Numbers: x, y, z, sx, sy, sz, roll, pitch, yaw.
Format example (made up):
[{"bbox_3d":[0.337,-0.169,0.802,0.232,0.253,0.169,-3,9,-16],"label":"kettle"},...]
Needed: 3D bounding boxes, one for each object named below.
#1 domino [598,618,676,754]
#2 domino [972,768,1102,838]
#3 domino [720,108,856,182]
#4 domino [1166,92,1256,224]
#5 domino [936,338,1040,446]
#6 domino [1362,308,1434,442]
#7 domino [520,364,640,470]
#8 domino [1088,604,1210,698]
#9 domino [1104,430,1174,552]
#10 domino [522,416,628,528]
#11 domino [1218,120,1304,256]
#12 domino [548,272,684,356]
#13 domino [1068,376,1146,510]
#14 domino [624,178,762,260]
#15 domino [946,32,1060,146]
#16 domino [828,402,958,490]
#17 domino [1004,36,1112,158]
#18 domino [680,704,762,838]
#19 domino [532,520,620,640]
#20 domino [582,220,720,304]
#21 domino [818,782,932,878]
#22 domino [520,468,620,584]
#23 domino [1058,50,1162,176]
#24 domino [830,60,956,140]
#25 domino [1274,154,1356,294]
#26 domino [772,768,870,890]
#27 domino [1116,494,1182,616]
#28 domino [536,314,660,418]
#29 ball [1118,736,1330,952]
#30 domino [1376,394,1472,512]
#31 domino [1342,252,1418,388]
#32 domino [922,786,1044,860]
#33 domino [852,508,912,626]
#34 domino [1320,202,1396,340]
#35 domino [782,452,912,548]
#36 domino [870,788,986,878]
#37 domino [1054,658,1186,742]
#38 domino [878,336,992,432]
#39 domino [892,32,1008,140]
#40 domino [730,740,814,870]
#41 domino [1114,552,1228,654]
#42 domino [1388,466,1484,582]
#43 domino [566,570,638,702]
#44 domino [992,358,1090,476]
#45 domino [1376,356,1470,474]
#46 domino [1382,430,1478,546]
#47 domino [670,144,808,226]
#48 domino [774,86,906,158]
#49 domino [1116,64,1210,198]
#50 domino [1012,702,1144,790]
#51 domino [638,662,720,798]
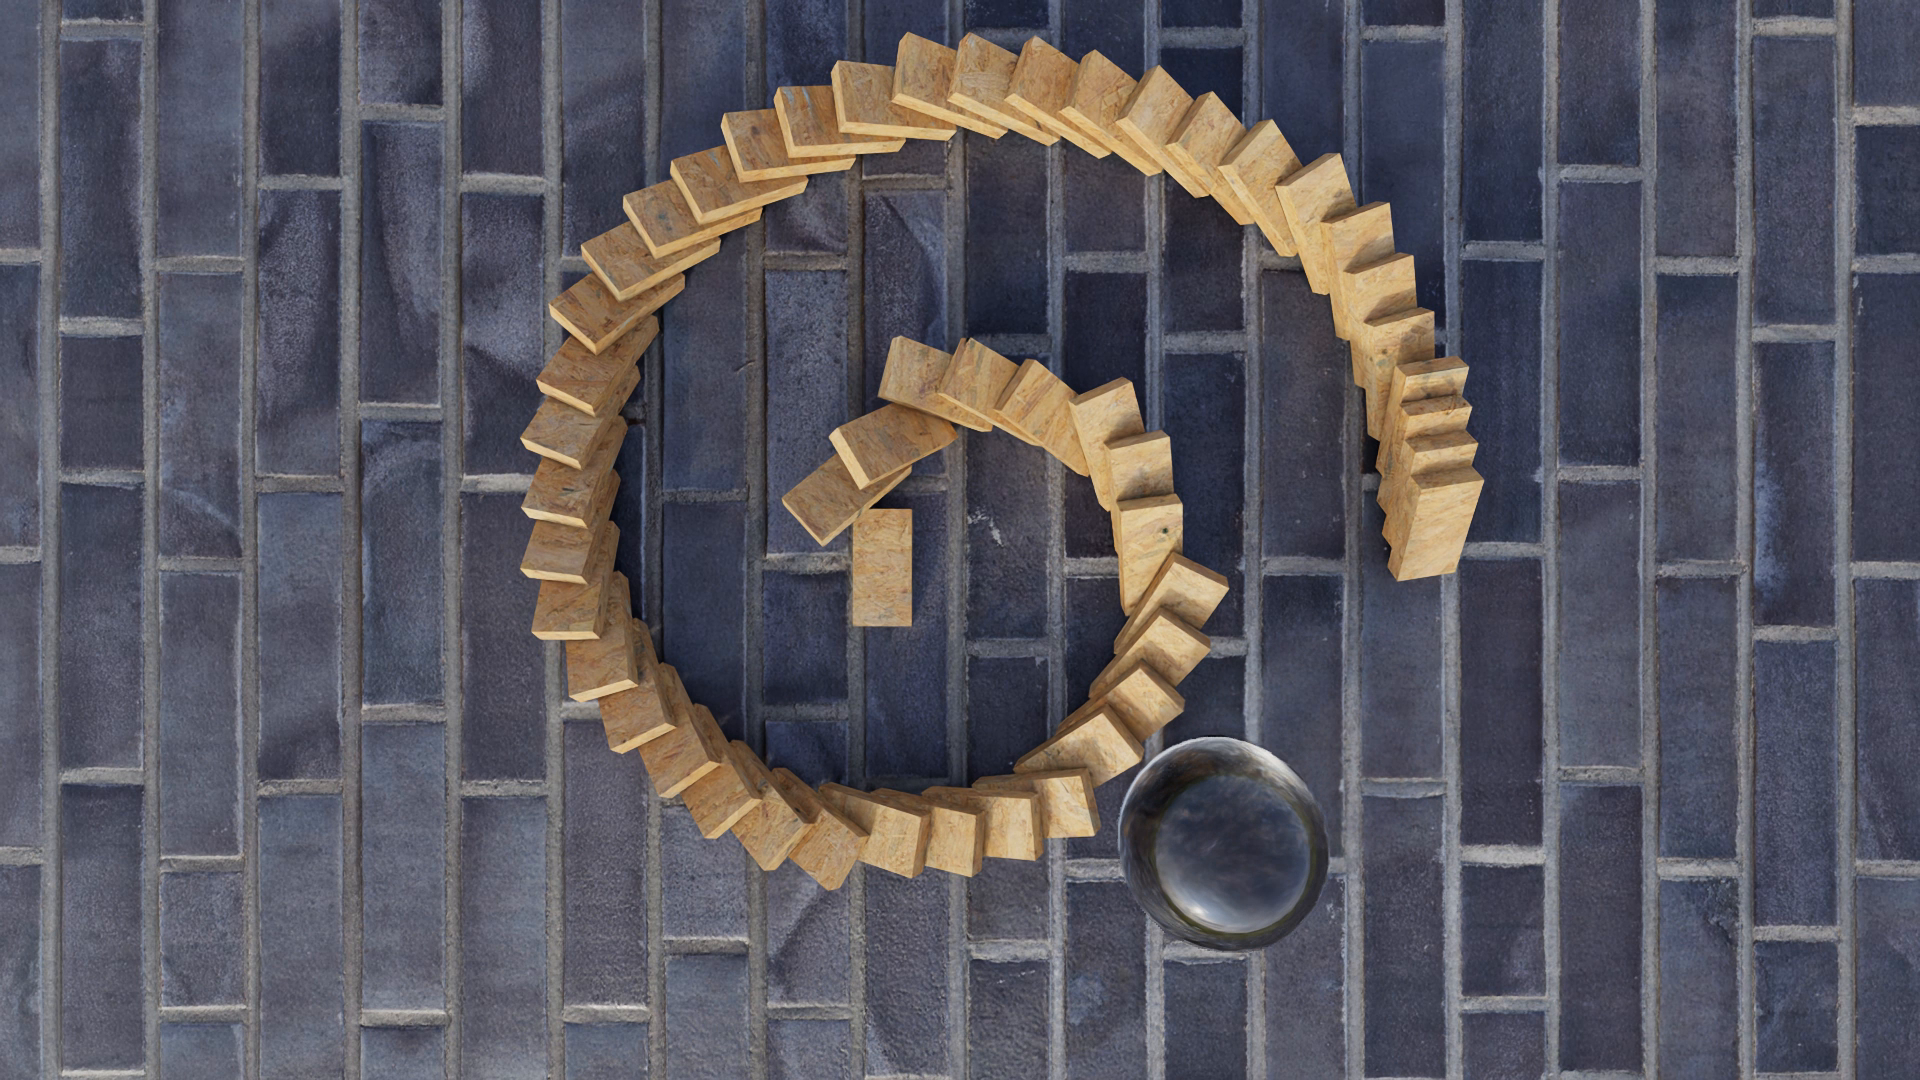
[{"bbox_3d":[-0.139,0.061,0.385,0.025,0.009,0.050,-26,65,0],"label":"domino"},{"bbox_3d":[0.032,0.111,0.384,0.050,0.009,0.025,-13,92,27],"label":"domino"},{"bbox_3d":[-0.072,-0.167,0.385,0.050,0.009,0.025,-18,90,-25],"label":"domino"},{"bbox_3d":[0.112,-0.160,0.385,0.050,0.010,0.025,34,90,-25],"label":"domino"},{"bbox_3d":[0.018,-0.062,0.385,0.050,0.010,0.025,25,89,-25],"label":"domino"},{"bbox_3d":[0.185,-0.069,0.385,0.025,0.009,0.050,-15,115,0],"label":"domino"},{"bbox_3d":[-0.159,-0.056,0.385,0.025,0.009,0.050,22,65,0],"label":"domino"},{"bbox_3d":[0.079,0.054,0.384,0.025,0.009,0.050,34,117,-2],"label":"domino"},{"bbox_3d":[0.076,-0.019,0.384,0.025,0.010,0.050,-13,116,-4],"label":"domino"},{"bbox_3d":[-0.161,-0.031,0.385,0.025,0.009,0.050,11,65,0],"label":"domino"},{"bbox_3d":[0.133,-0.147,0.385,0.025,0.009,0.050,-48,115,0],"label":"domino"},{"bbox_3d":[-0.143,-0.103,0.385,0.025,0.010,0.050,41,65,0],"label":"domino"},{"bbox_3d":[0.065,-0.040,0.384,0.025,0.010,0.050,-24,117,-4],"label":"domino"},{"bbox_3d":[-0.112,-0.139,0.385,0.050,0.010,0.025,-32,90,-25],"label":"domino"},{"bbox_3d":[0.021,-0.189,0.385,0.050,0.010,0.025,13,90,-25],"label":"domino"},{"bbox_3d":[-0.027,-0.043,0.382,0.050,0.009,0.025,-31,90,-35],"label":"domino"},{"bbox_3d":[0.046,-0.185,0.385,0.050,0.009,0.025,20,90,-25],"label":"domino"},{"bbox_3d":[-0.107,0.097,0.385,0.025,0.009,0.050,-40,65,0],"label":"domino"},{"bbox_3d":[-0.161,0.016,0.385,0.025,0.010,0.050,0,65,0],"label":"domino"},{"bbox_3d":[-0.129,-0.123,0.385,0.050,0.010,0.025,-39,90,-25],"label":"domino"},{"bbox_3d":[-0.038,0.121,0.385,0.050,0.009,0.025,9,90,26],"label":"domino"},{"bbox_3d":[-0.163,-0.007,0.385,0.025,0.010,0.050,7,65,0],"label":"domino"},{"bbox_3d":[0.068,-0.179,0.385,0.050,0.009,0.025,24,90,-25],"label":"domino"},{"bbox_3d":[-0.027,-0.184,0.385,0.050,0.009,0.025,-7,90,-25],"label":"domino"},{"bbox_3d":[0.154,-0.132,0.385,0.025,0.009,0.050,-32,116,0],"label":"domino"},{"bbox_3d":[-0.065,0.121,0.385,0.050,0.010,0.025,30,90,26],"label":"domino"},{"bbox_3d":[0.080,0.007,0.384,0.025,0.009,0.050,-8,118,0],"label":"domino"},{"bbox_3d":[-0.151,-0.078,0.385,0.025,0.010,0.050,25,65,0],"label":"domino"},{"bbox_3d":[0.102,0.118,0.360,0.080,0.080,0.080,0,90,0],"label":"ball"},{"bbox_3d":[0.192,-0.035,0.380,0.025,0.009,0.050,-9,131,0],"label":"domino"},{"bbox_3d":[0.178,-0.092,0.385,0.025,0.009,0.050,-18,115,0],"label":"domino"},{"bbox_3d":[0.009,0.118,0.384,0.050,0.010,0.025,-4,91,27],"label":"domino"},{"bbox_3d":[-0.033,0.012,0.395,0.025,0.010,0.050,0,90,0],"label":"domino"},{"bbox_3d":[0.169,-0.113,0.385,0.025,0.010,0.050,-20,115,0],"label":"domino"},{"bbox_3d":[-0.047,-0.023,0.388,0.050,0.009,0.025,-41,82,-14],"label":"domino"},{"bbox_3d":[-0.015,0.122,0.385,0.050,0.009,0.025,4,90,26],"label":"domino"},{"bbox_3d":[0.067,0.075,0.384,0.025,0.010,0.050,44,116,-2],"label":"domino"},{"bbox_3d":[-0.007,-0.065,0.384,0.050,0.009,0.025,15,88,-26],"label":"domino"},{"bbox_3d":[-0.002,-0.190,0.385,0.050,0.009,0.025,8,90,-25],"label":"domino"},{"bbox_3d":[-0.087,0.111,0.385,0.050,0.010,0.025,41,90,26],"label":"domino"},{"bbox_3d":[0.088,0.032,0.384,0.025,0.010,0.050,25,118,-3],"label":"domino"},{"bbox_3d":[0.196,-0.006,0.380,0.025,0.010,0.050,-9,131,0],"label":"domino"},{"bbox_3d":[-0.151,0.040,0.385,0.025,0.009,0.050,-16,64,0],"label":"domino"},{"bbox_3d":[0.041,-0.051,0.385,0.050,0.009,0.025,34,90,-25],"label":"domino"},{"bbox_3d":[0.191,-0.050,0.381,0.025,0.009,0.050,-9,129,0],"label":"domino"},{"bbox_3d":[0.194,-0.020,0.380,0.025,0.009,0.050,-9,131,0],"label":"domino"},{"bbox_3d":[-0.092,-0.153,0.385,0.050,0.010,0.025,-29,90,-25],"label":"domino"},{"bbox_3d":[-0.050,-0.176,0.385,0.050,0.009,0.025,-15,90,-25],"label":"domino"},{"bbox_3d":[0.092,-0.171,0.385,0.050,0.009,0.025,32,90,-25],"label":"domino"},{"bbox_3d":[0.049,0.092,0.385,0.050,0.009,0.025,-39,90,26],"label":"domino"},{"bbox_3d":[-0.123,0.079,0.385,0.025,0.009,0.050,-35,65,0],"label":"domino"}]
